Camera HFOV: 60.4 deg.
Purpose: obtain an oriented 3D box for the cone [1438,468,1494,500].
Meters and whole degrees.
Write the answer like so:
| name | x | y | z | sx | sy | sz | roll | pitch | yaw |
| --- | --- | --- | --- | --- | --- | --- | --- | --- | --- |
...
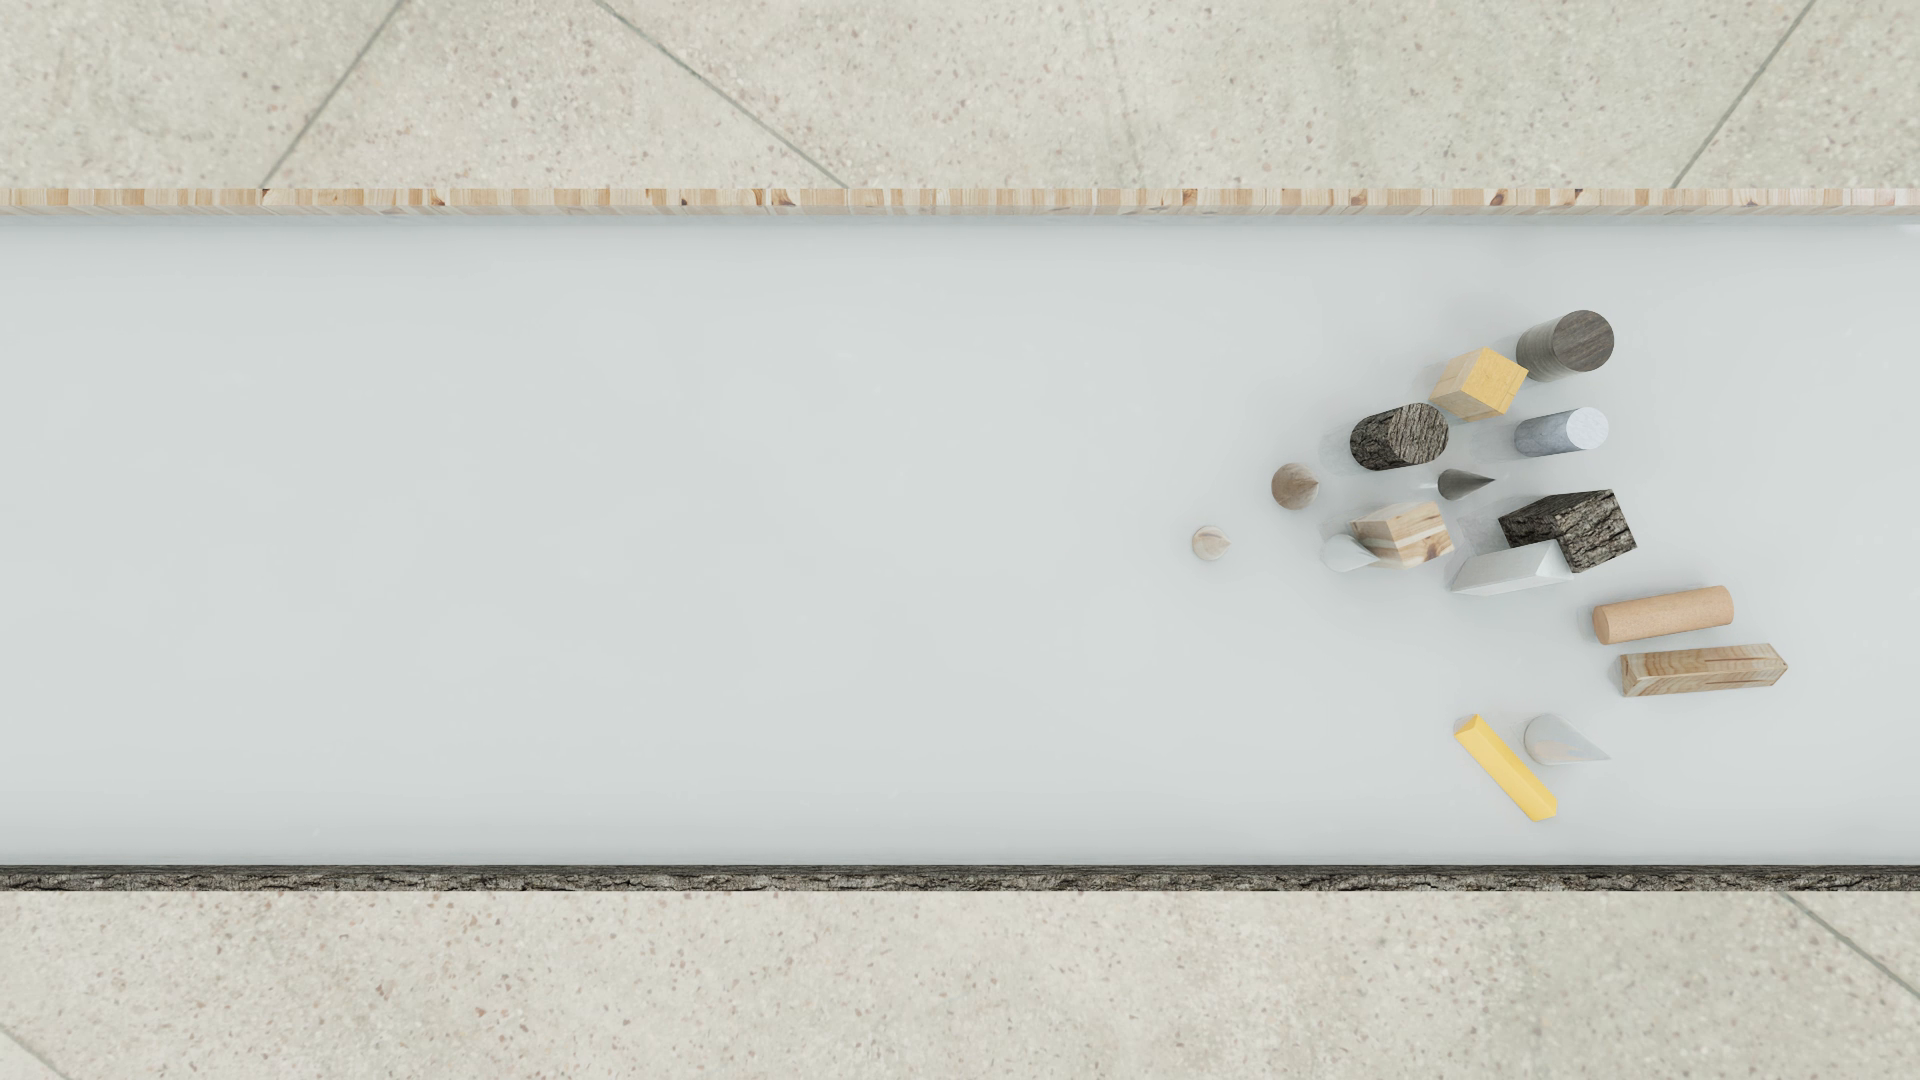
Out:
| name | x | y | z | sx | sy | sz | roll | pitch | yaw |
| --- | --- | --- | --- | --- | --- | --- | --- | --- | --- |
| cone | 1.520 | -0.171 | 4.875 | 0.102 | 0.402 | 0.102 | 0 | 90 | 0 |

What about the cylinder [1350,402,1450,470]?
| name | x | y | z | sx | sy | sz | roll | pitch | yaw |
| --- | --- | --- | --- | --- | --- | --- | --- | --- | --- |
| cylinder | 1.286 | -0.299 | 4.851 | 0.172 | 0.451 | 0.172 | 0 | 90 | 0 |

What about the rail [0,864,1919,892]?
| name | x | y | z | sx | sy | sz | roll | pitch | yaw |
| --- | --- | --- | --- | --- | --- | --- | --- | --- | --- |
| rail | -2.247 | 1.025 | 5.001 | 12.000 | 0.150 | 0.050 | 0 | 90 | 0 |

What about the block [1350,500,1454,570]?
| name | x | y | z | sx | sy | sz | roll | pitch | yaw |
| --- | --- | --- | --- | --- | --- | --- | --- | --- | --- |
| block | 1.293 | -0.014 | 4.850 | 0.148 | 0.451 | 0.148 | -22 | 90 | 1 |

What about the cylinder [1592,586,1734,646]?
| name | x | y | z | sx | sy | sz | roll | pitch | yaw |
| --- | --- | --- | --- | --- | --- | --- | --- | --- | --- |
| cylinder | 2.137 | 0.229 | 5.016 | 0.380 | 0.121 | 0.121 | -10 | 90 | 0 |

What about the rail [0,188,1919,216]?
| name | x | y | z | sx | sy | sz | roll | pitch | yaw |
| --- | --- | --- | --- | --- | --- | --- | --- | --- | --- |
| rail | -2.247 | -1.025 | 5.002 | 12.000 | 0.150 | 0.050 | 0 | 90 | 0 |

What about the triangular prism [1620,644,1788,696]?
| name | x | y | z | sx | sy | sz | roll | pitch | yaw |
| --- | --- | --- | --- | --- | --- | --- | --- | --- | --- |
| triangular prism | 2.265 | 0.400 | 5.018 | 0.457 | 0.111 | 0.128 | -4 | 90 | 0 |

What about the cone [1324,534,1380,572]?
| name | x | y | z | sx | sy | sz | roll | pitch | yaw |
| --- | --- | --- | --- | --- | --- | --- | --- | --- | --- |
| cone | 1.183 | 0.048 | 4.871 | 0.117 | 0.405 | 0.117 | 0 | 92 | -2 |

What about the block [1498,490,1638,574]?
| name | x | y | z | sx | sy | sz | roll | pitch | yaw |
| --- | --- | --- | --- | --- | --- | --- | --- | --- | --- |
| block | 1.777 | -0.023 | 4.848 | 0.179 | 0.453 | 0.179 | -24 | 90 | -2 |

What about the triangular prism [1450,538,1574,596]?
| name | x | y | z | sx | sy | sz | roll | pitch | yaw |
| --- | --- | --- | --- | --- | --- | --- | --- | --- | --- |
| triangular prism | 1.623 | 0.080 | 4.866 | 0.126 | 0.423 | 0.109 | 6 | 80 | -16 |

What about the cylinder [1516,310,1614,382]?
| name | x | y | z | sx | sy | sz | roll | pitch | yaw |
| --- | --- | --- | --- | --- | --- | --- | --- | --- | --- |
| cylinder | 1.800 | -0.575 | 4.919 | 0.180 | 0.315 | 0.180 | 0 | 90 | 0 |

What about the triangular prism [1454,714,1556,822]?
| name | x | y | z | sx | sy | sz | roll | pitch | yaw |
| --- | --- | --- | --- | --- | --- | --- | --- | --- | --- |
| triangular prism | 1.678 | 0.700 | 5.032 | 0.098 | 0.085 | 0.361 | -43 | 90 | 0 |

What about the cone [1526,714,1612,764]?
| name | x | y | z | sx | sy | sz | roll | pitch | yaw |
| --- | --- | --- | --- | --- | --- | --- | --- | --- | --- |
| cone | 1.826 | 0.616 | 4.855 | 0.158 | 0.436 | 0.158 | 0 | 91 | -3 |

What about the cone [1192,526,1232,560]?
| name | x | y | z | sx | sy | sz | roll | pitch | yaw |
| --- | --- | --- | --- | --- | --- | --- | --- | --- | --- |
| cone | 0.768 | 0.010 | 4.866 | 0.109 | 0.421 | 0.109 | 0 | 90 | 0 |

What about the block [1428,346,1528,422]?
| name | x | y | z | sx | sy | sz | roll | pitch | yaw |
| --- | --- | --- | --- | --- | --- | --- | --- | --- | --- |
| block | 1.538 | -0.459 | 4.910 | 0.144 | 0.333 | 0.144 | 29 | 90 | 0 |

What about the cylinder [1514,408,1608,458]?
| name | x | y | z | sx | sy | sz | roll | pitch | yaw |
| --- | --- | --- | --- | --- | --- | --- | --- | --- | --- |
| cylinder | 1.764 | -0.314 | 4.856 | 0.119 | 0.441 | 0.119 | 0 | 90 | 0 |

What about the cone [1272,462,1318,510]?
| name | x | y | z | sx | sy | sz | roll | pitch | yaw |
| --- | --- | --- | --- | --- | --- | --- | --- | --- | --- |
| cone | 1.031 | -0.165 | 4.910 | 0.147 | 0.334 | 0.147 | 0 | 90 | 0 |
